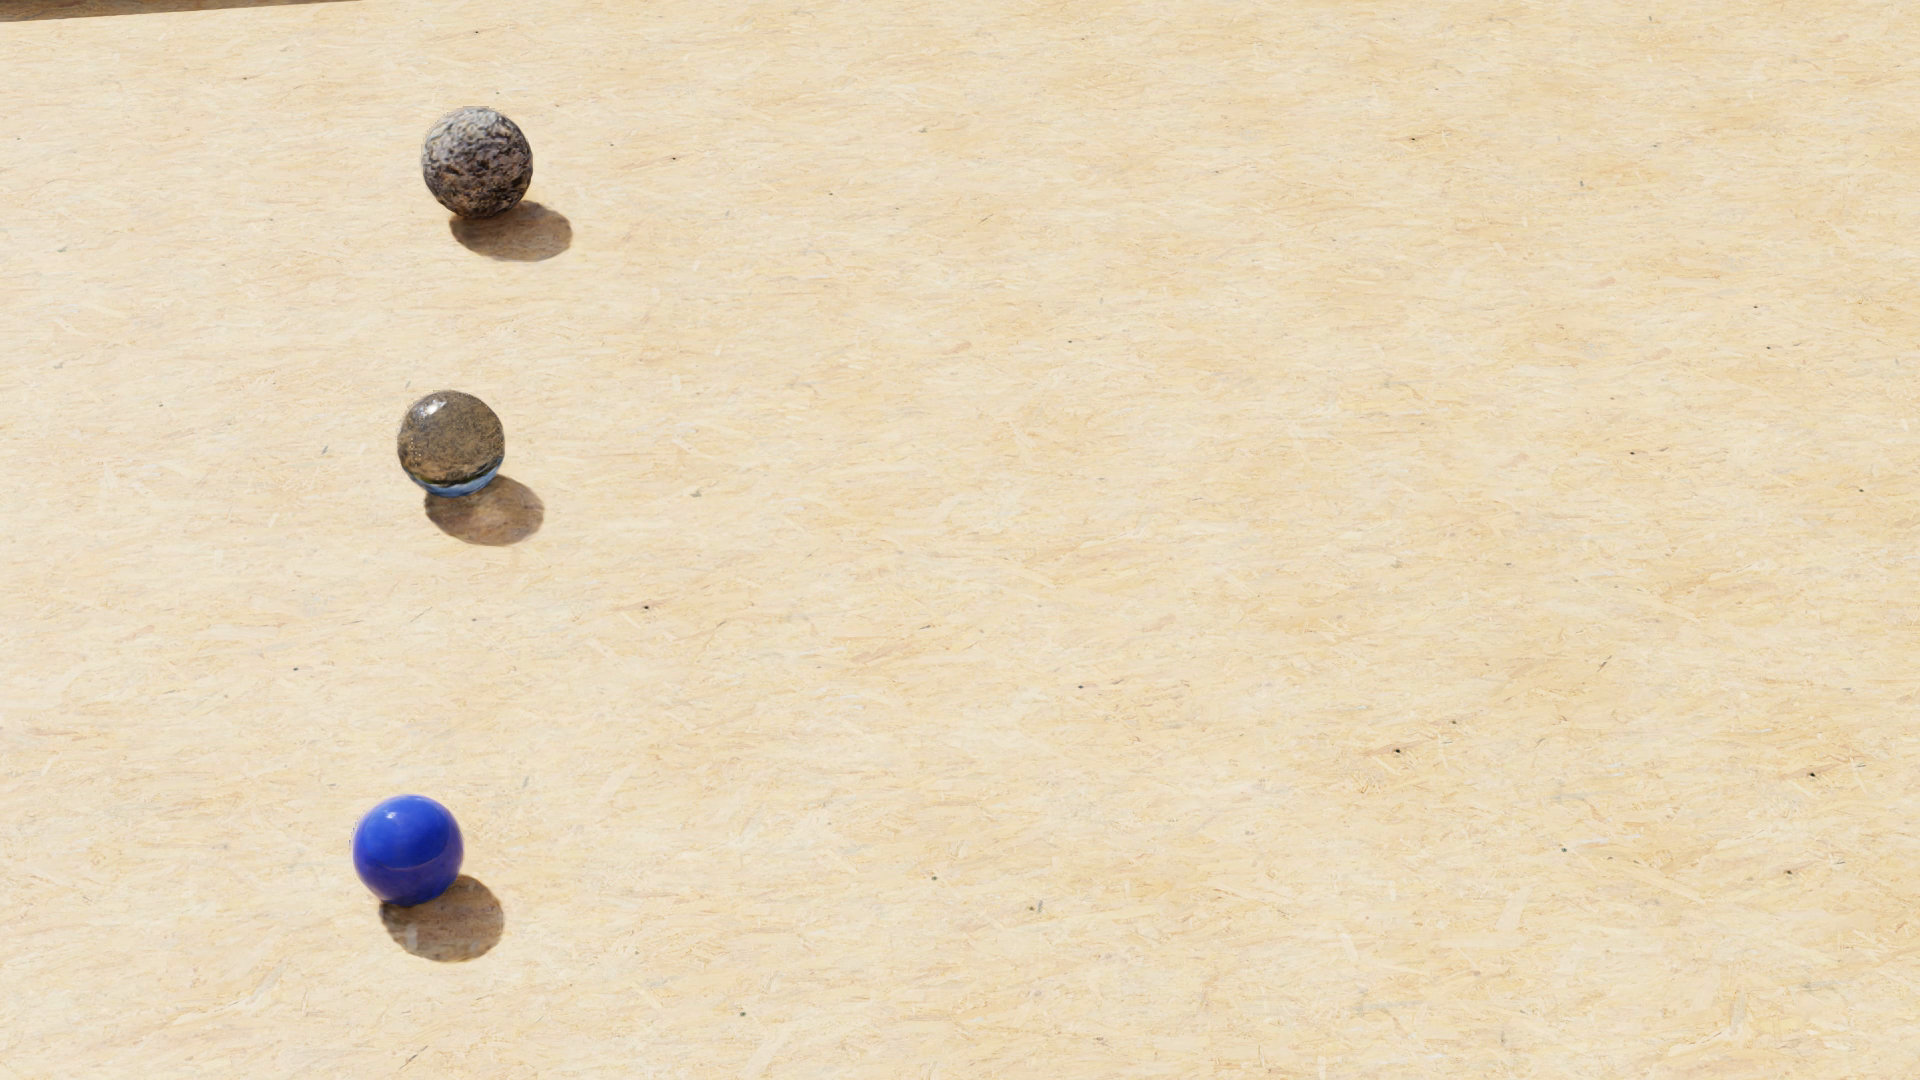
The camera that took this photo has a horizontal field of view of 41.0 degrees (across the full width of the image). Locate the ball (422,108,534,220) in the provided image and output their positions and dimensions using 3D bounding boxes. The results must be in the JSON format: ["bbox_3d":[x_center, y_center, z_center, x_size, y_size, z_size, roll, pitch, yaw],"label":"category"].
[{"bbox_3d":[-0.351,-0.274,1.868,0.080,0.080,0.080,0,37,0],"label":"ball"}]

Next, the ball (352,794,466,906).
[{"bbox_3d":[-0.281,0.158,1.308,0.057,0.057,0.057,0,37,0],"label":"ball"}]

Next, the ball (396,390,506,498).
[{"bbox_3d":[-0.315,-0.059,1.591,0.067,0.067,0.067,0,37,0],"label":"ball"}]
